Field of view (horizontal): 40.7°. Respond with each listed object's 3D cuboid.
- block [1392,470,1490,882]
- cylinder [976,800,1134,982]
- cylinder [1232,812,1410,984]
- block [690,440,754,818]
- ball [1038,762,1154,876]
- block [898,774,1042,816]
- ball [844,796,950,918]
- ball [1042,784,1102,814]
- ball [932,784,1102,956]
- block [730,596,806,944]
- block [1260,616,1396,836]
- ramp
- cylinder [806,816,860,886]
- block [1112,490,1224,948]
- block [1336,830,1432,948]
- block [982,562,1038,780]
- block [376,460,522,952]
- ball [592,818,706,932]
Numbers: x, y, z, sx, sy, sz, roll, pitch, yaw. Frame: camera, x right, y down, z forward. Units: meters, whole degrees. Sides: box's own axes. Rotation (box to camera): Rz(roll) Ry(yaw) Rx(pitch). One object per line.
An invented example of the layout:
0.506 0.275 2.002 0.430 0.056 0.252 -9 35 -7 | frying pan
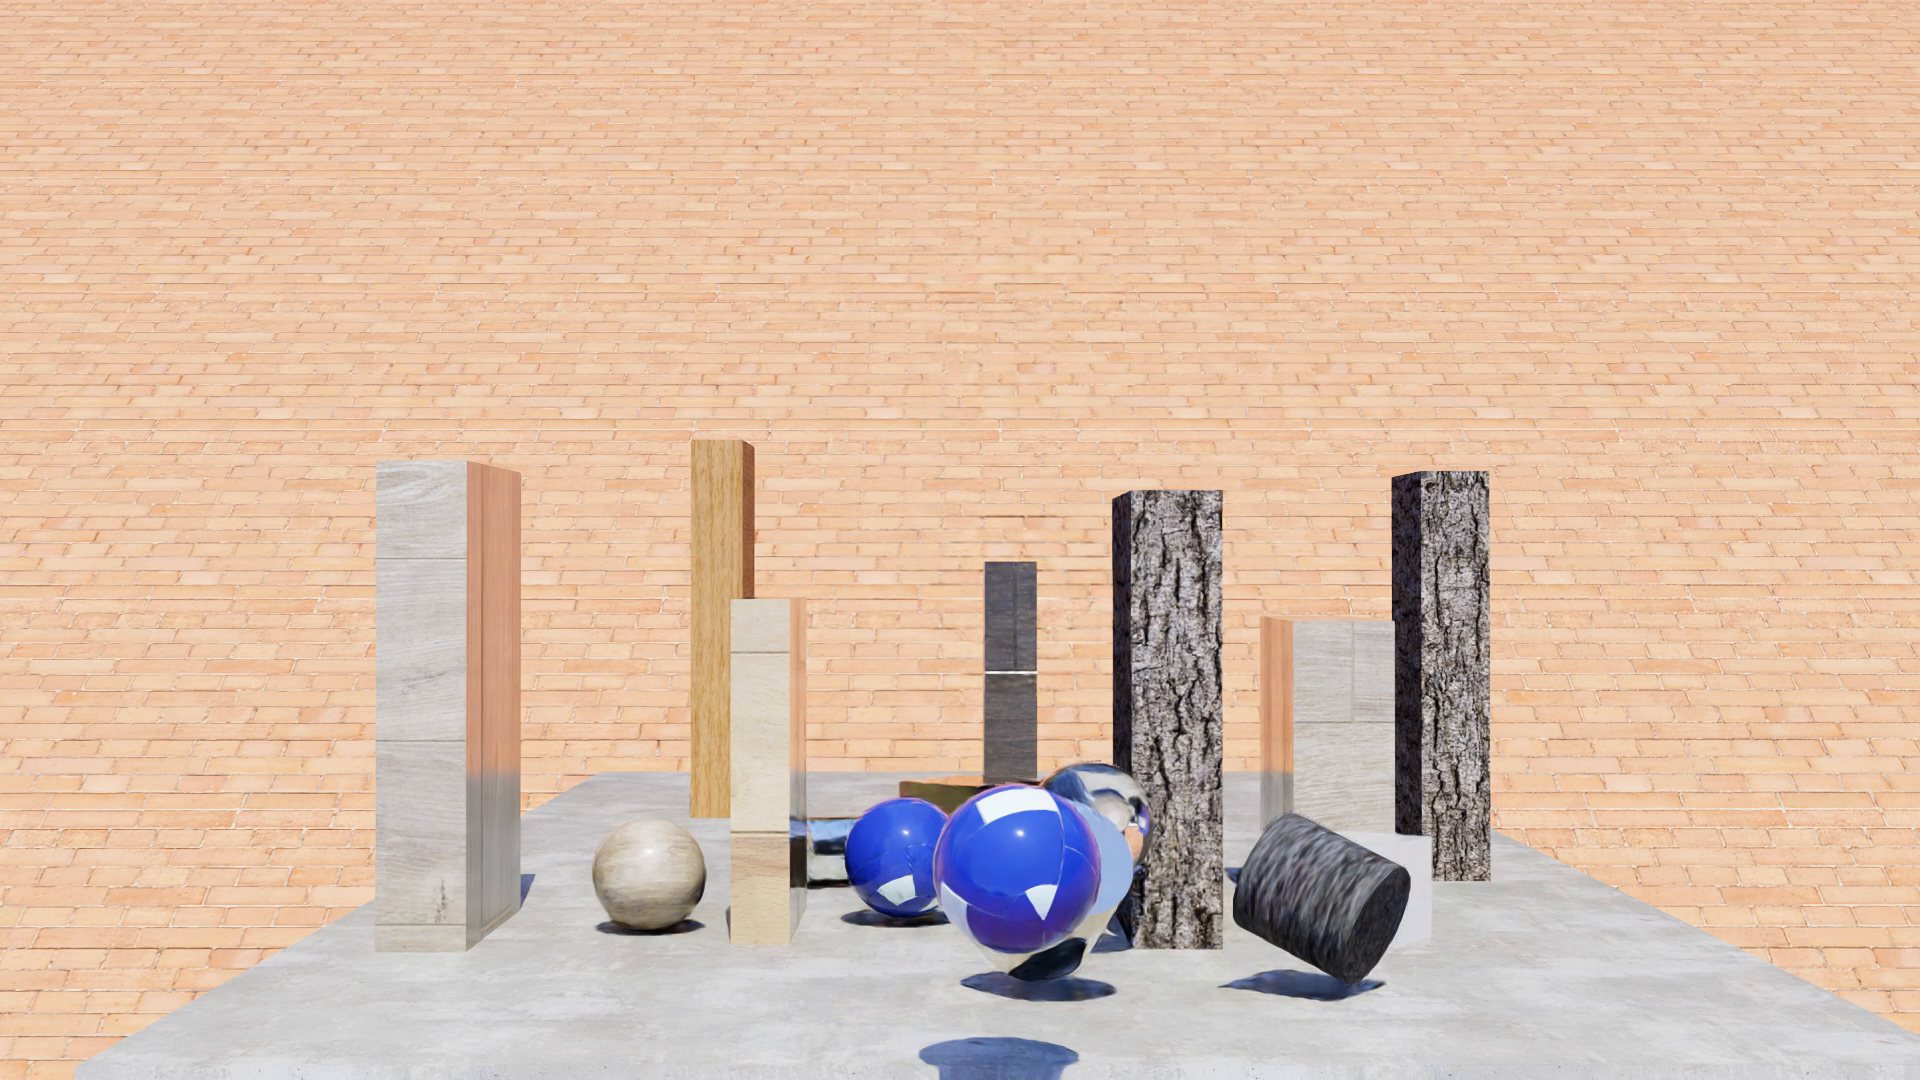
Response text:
0.829 0.229 4.480 0.115 0.686 0.298 0 -1 0 | block
0.109 0.427 3.153 0.162 0.162 0.162 10 50 -12 | cylinder
0.442 0.437 3.167 0.156 0.156 0.156 25 40 30 | cylinder
-0.512 0.189 5.615 0.108 0.795 0.332 0 -1 0 | block
0.174 0.386 3.496 0.176 0.176 0.176 0 32 0 | ball
0.020 0.484 4.286 0.172 0.172 0.172 -1 -1 41 | block
-0.082 0.466 3.811 0.177 0.177 0.177 0 32 0 | ball
0.150 0.481 4.171 0.175 0.175 0.175 0 32 0 | ball
0.058 0.334 2.628 0.173 0.173 0.173 0 32 0 | ball
-0.278 0.325 3.796 0.082 0.480 0.385 0 -1 0 | block
0.564 0.344 4.015 0.149 0.445 0.422 0 -1 0 | block
0.071 0.625 4.715 2.000 0.100 4.000 0 -1 0 | ramp
-0.207 0.512 4.273 0.111 0.111 0.111 1 30 -23 | cylinder
0.298 0.249 3.780 0.126 0.630 0.439 0 -1 0 | block
0.570 0.491 3.657 0.142 0.142 0.142 0 -1 35 | block
0.110 0.319 5.842 0.115 0.540 0.439 0 -1 0 | block
-0.735 0.229 3.752 0.123 0.670 0.441 0 -1 0 | block
-0.447 0.482 3.732 0.164 0.164 0.164 0 32 0 | ball
